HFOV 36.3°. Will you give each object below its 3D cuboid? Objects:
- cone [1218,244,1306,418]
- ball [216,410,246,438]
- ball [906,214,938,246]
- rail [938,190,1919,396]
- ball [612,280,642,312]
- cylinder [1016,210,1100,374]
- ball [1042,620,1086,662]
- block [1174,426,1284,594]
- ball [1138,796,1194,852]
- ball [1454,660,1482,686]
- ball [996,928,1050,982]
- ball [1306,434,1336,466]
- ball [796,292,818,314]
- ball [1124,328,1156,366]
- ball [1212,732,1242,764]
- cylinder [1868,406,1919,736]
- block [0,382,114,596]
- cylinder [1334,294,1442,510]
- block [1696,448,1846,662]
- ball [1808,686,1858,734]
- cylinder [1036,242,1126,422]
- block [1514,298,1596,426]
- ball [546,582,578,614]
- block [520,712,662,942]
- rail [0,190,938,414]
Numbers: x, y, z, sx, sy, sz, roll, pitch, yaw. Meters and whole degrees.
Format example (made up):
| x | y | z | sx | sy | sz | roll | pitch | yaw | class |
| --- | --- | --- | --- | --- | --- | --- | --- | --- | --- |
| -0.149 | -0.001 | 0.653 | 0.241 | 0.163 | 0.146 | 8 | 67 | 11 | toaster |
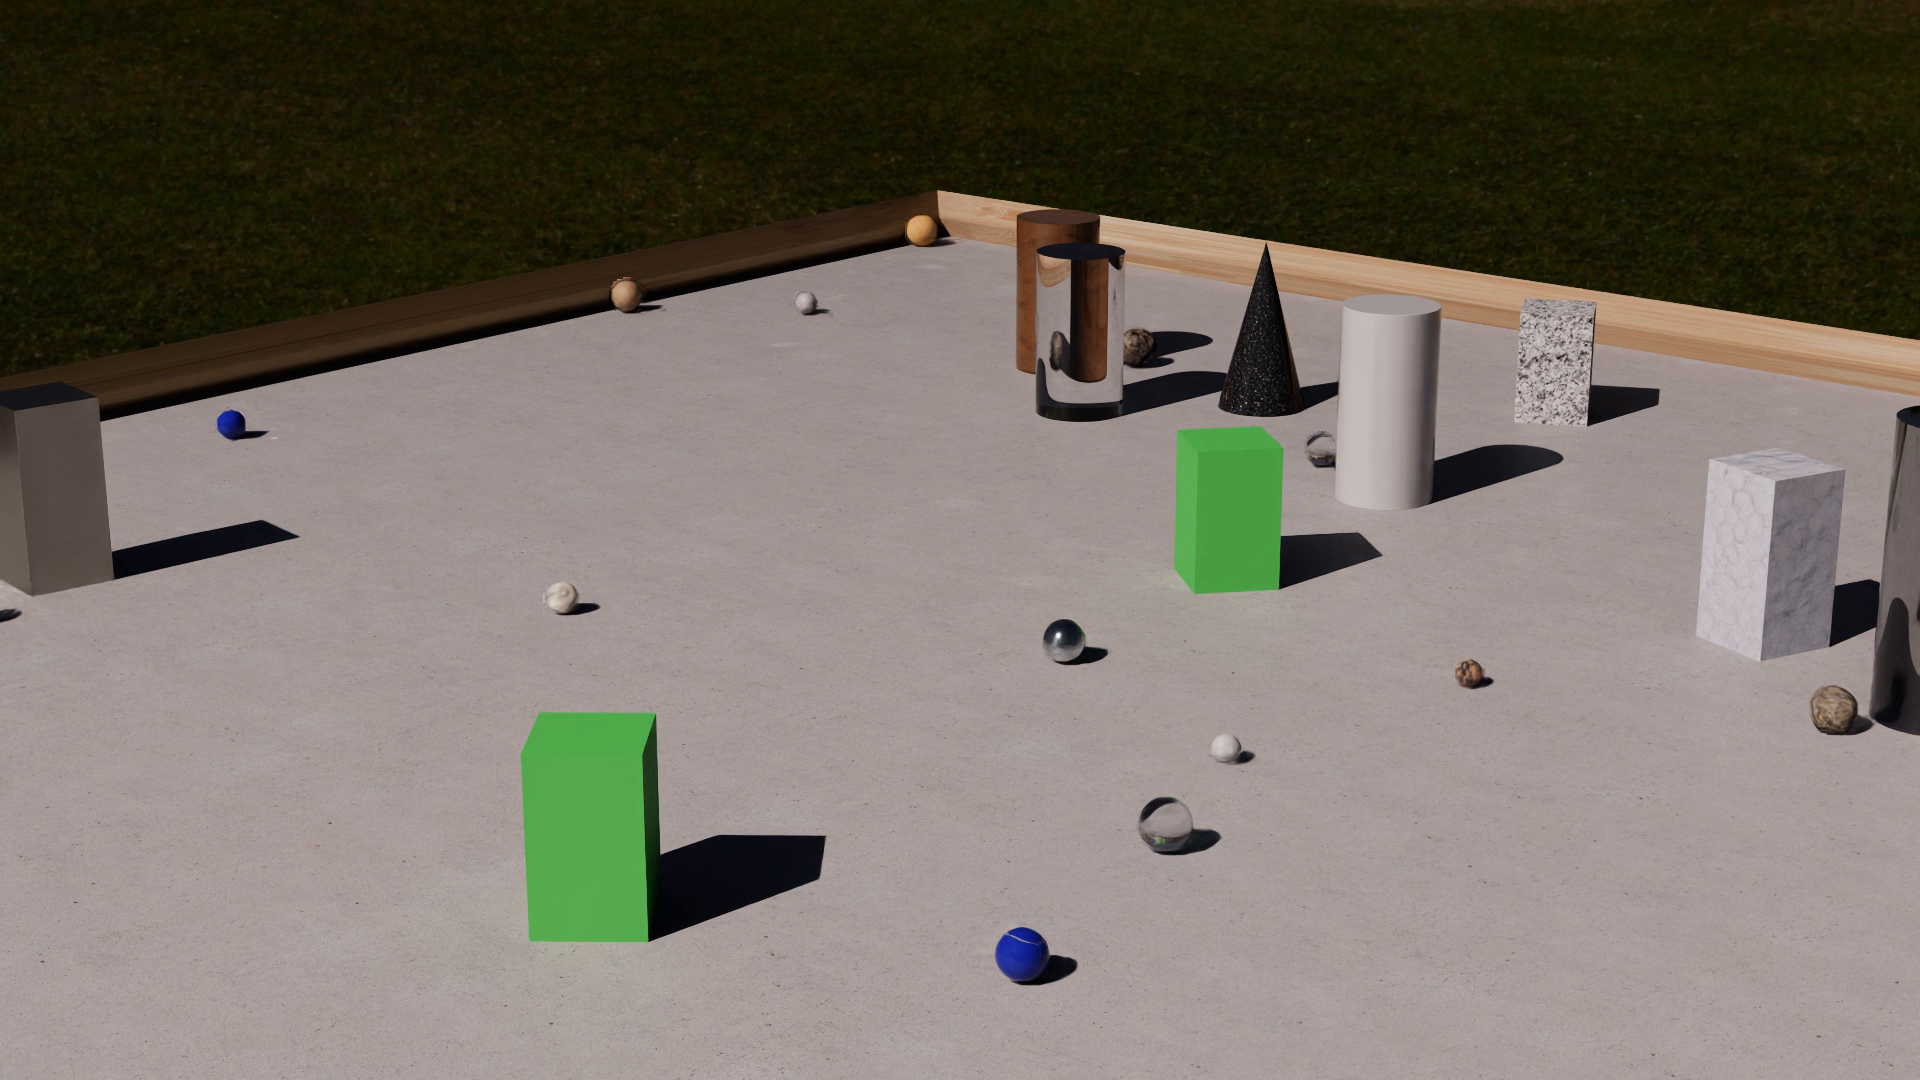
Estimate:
| x | y | z | sx | sy | sz | roll | pitch | yaw | class |
| --- | --- | --- | --- | --- | --- | --- | --- | --- | --- |
| 0.659 | -0.467 | 6.355 | 0.190 | 0.366 | 0.190 | 0 | 17 | 0 | cone |
| -1.525 | -0.242 | 6.135 | 0.061 | 0.061 | 0.061 | 0 | 17 | 0 | ball |
| -0.104 | -0.858 | 8.127 | 0.088 | 0.088 | 0.088 | 0 | 17 | 0 | ball |
| 1.598 | -0.501 | 6.883 | 4.443 | 0.123 | 0.045 | 14 | 22 | 39 | rail |
| -0.832 | -0.610 | 7.324 | 0.078 | 0.078 | 0.078 | 0 | 17 | 0 | ball |
| 0.224 | -0.567 | 6.713 | 0.190 | 0.350 | 0.190 | 0 | 17 | 0 | cylinder |
| 0.170 | 0.164 | 4.774 | 0.071 | 0.071 | 0.071 | 0 | 17 | 0 | ball |
| 0.473 | -0.054 | 5.173 | 0.152 | 0.258 | 0.152 | -3 | 17 | -9 | block |
| 0.282 | 0.390 | 4.018 | 0.076 | 0.076 | 0.076 | 0 | 17 | 0 | ball |
| 0.809 | 0.212 | 4.663 | 0.044 | 0.044 | 0.044 | 0 | 17 | 0 | ball |
| 0.077 | 0.513 | 3.626 | 0.067 | 0.067 | 0.067 | 0 | 17 | 0 | ball |
| 0.732 | -0.181 | 5.926 | 0.066 | 0.066 | 0.066 | 0 | 17 | 0 | ball |
| -0.382 | -0.590 | 7.300 | 0.053 | 0.053 | 0.053 | 0 | 17 | 0 | ball |
| 0.408 | -0.444 | 6.757 | 0.088 | 0.088 | 0.088 | 0 | 17 | 0 | ball |
| 0.394 | 0.308 | 4.343 | 0.045 | 0.045 | 0.045 | 0 | 17 | 0 | ball |
| 1.503 | 0.047 | 4.466 | 0.190 | 0.474 | 0.190 | 0 | 17 | 0 | cylinder |
| -1.609 | -0.092 | 5.165 | 0.152 | 0.334 | 0.152 | -14 | 22 | -38 | block |
| 0.826 | -0.267 | 5.663 | 0.190 | 0.383 | 0.190 | 0 | 17 | 0 | cylinder |
| 1.335 | 0.022 | 4.837 | 0.152 | 0.306 | 0.152 | -9 | 19 | -27 | block |
| 1.329 | 0.258 | 4.461 | 0.072 | 0.072 | 0.072 | 0 | 17 | 0 | ball |
| 0.259 | -0.448 | 6.315 | 0.190 | 0.352 | 0.190 | 0 | 17 | 0 | cylinder |
| 1.278 | -0.382 | 6.292 | 0.152 | 0.239 | 0.152 | 4 | 17 | 13 | block |
| -0.680 | 0.099 | 5.016 | 0.055 | 0.055 | 0.055 | 0 | 17 | 0 | ball |
| -0.473 | 0.369 | 3.778 | 0.152 | 0.255 | 0.152 | 0 | 17 | 1 | block |
| -1.660 | -0.386 | 6.500 | 0.045 | 0.123 | 4.923 | 14 | 22 | 39 | rail |
